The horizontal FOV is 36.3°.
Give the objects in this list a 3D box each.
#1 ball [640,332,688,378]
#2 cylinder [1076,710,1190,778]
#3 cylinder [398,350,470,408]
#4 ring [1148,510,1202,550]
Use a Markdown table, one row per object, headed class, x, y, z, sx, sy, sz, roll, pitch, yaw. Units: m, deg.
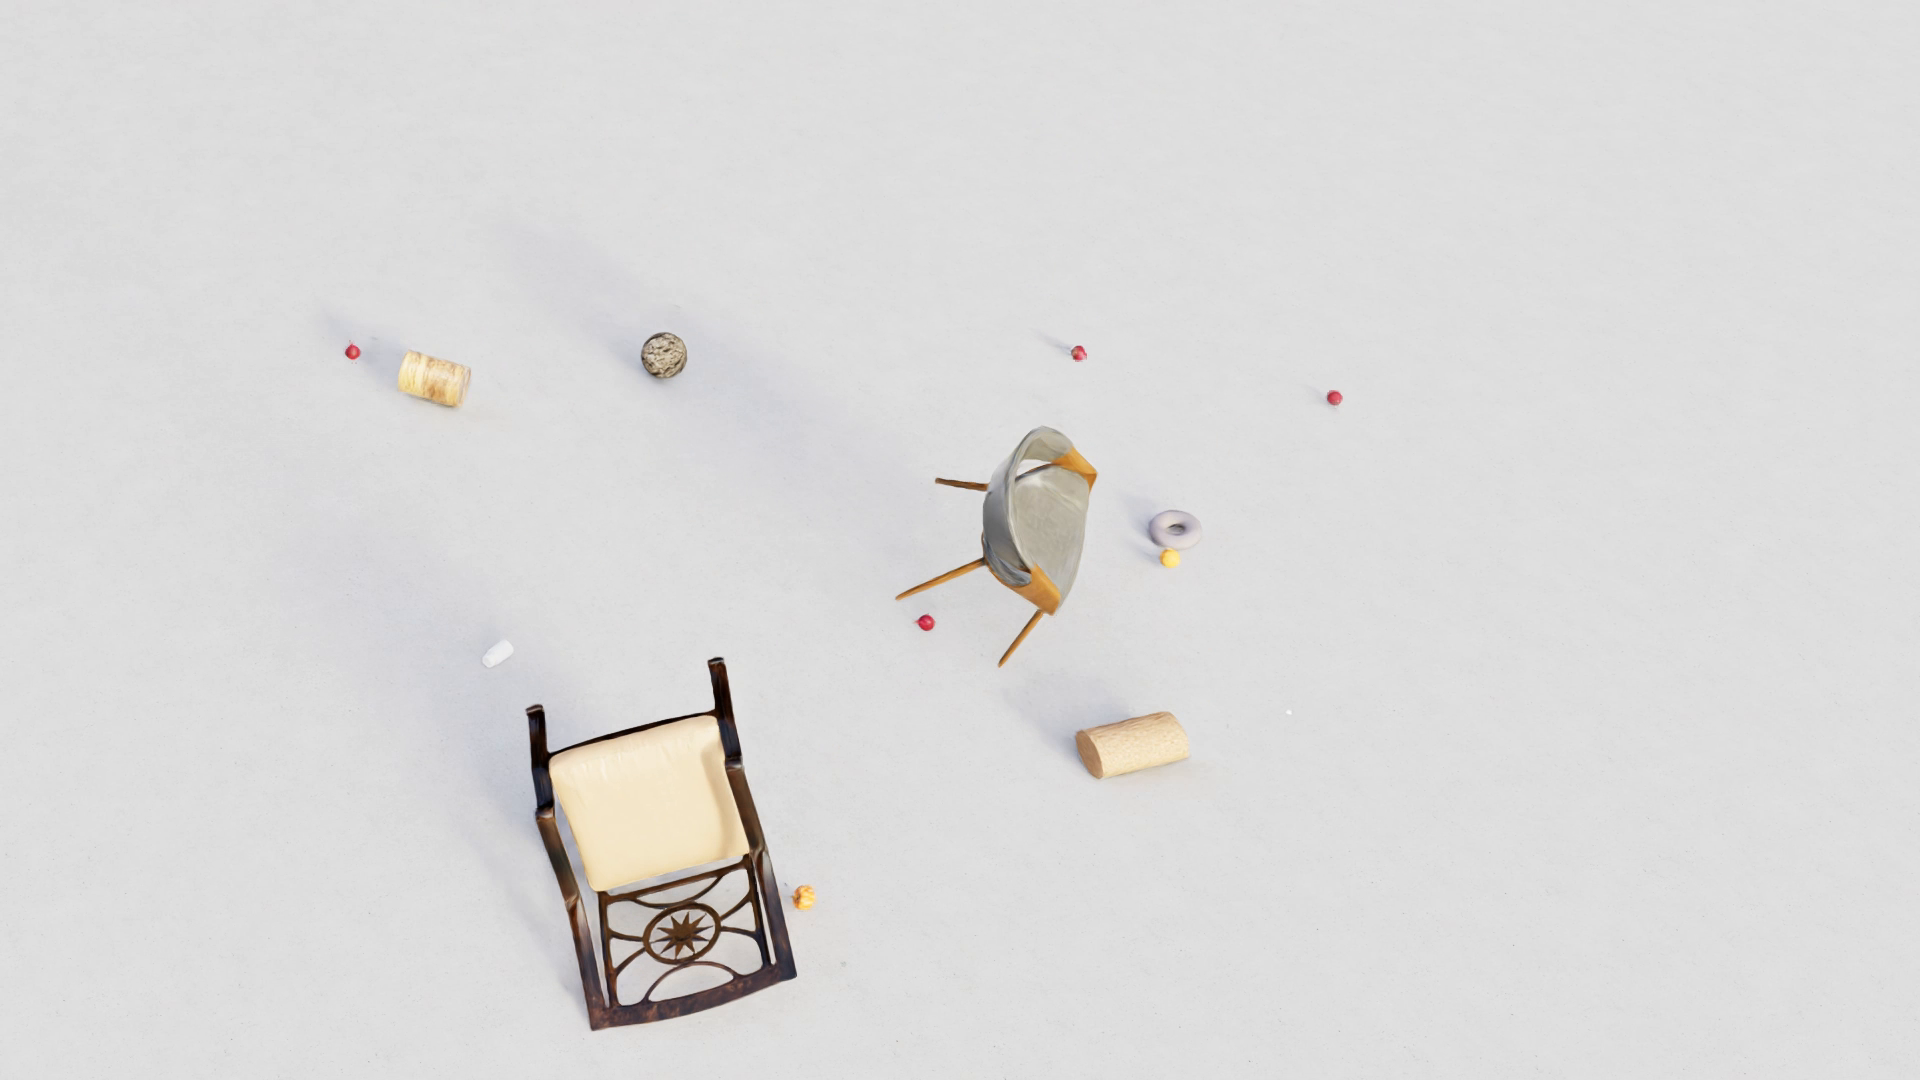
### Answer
| class | x | y | z | sx | sy | sz | roll | pitch | yaw |
| --- | --- | --- | --- | --- | --- | --- | --- | --- | --- |
| ball | -1.201 | -0.750 | 11.911 | 0.189 | 0.189 | 0.189 | 0 | 33 | 0 |
| cylinder | 0.575 | 0.682 | 9.777 | 0.312 | 0.141 | 0.235 | -12 | 26 | -17 |
| cylinder | -2.096 | -0.643 | 11.696 | 0.245 | 0.207 | 0.164 | 16 | 67 | 0 |
| ring | 0.805 | -0.037 | 10.944 | 0.196 | 0.055 | 0.223 | -19 | 41 | -16 |
